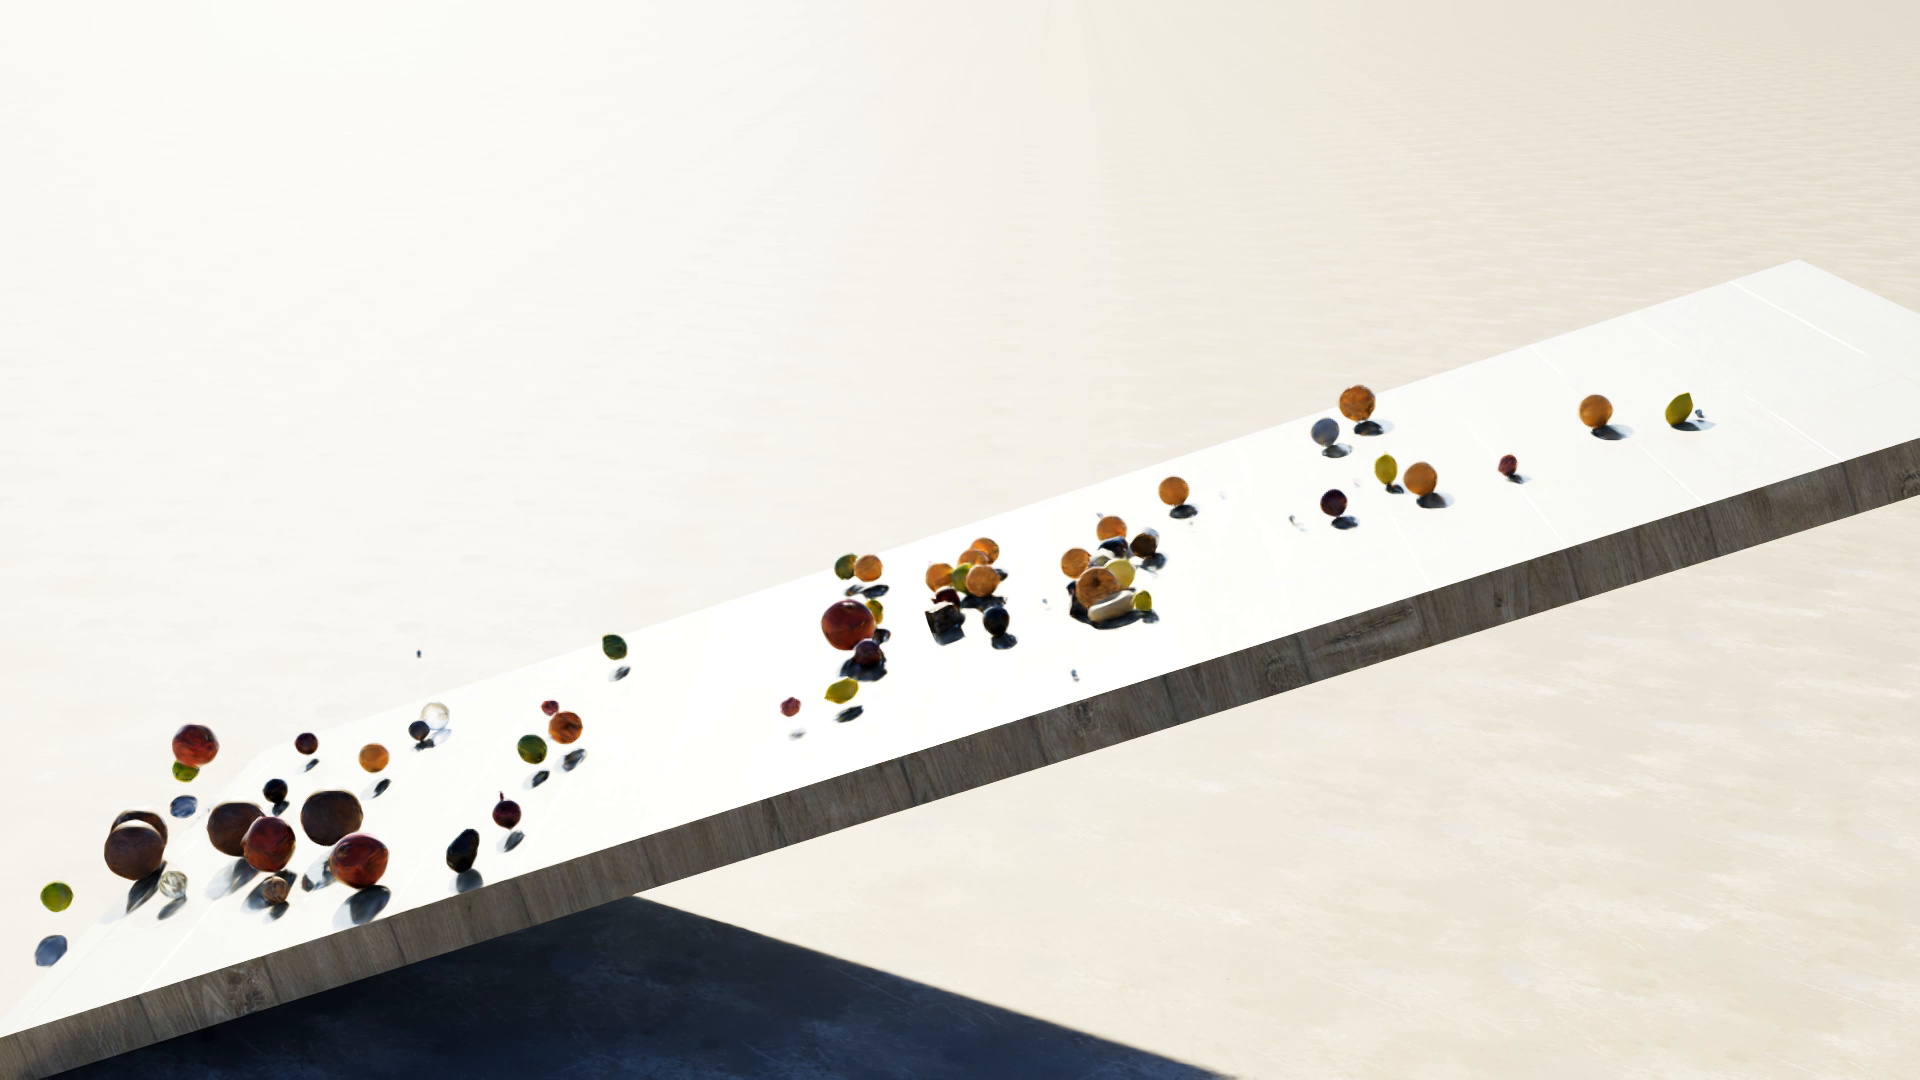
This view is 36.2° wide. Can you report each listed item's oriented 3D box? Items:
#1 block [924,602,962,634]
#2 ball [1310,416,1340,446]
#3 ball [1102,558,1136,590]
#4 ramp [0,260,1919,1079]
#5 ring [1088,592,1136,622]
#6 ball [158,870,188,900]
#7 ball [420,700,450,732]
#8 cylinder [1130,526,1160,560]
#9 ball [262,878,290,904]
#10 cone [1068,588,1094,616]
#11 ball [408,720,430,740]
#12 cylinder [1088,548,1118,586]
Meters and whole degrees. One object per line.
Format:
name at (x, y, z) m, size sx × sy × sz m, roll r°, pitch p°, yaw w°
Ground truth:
block at (-0.038, 0.165, 6.221) m, size 0.052 × 0.052 × 0.052 m, roll -23°, pitch 11°, yaw -22°
ball at (0.840, -0.250, 6.760) m, size 0.070 × 0.070 × 0.070 m, roll 0°, pitch 12°, yaw 0°
ball at (0.326, 0.070, 6.033) m, size 0.067 × 0.067 × 0.067 m, roll 0°, pitch 12°, yaw 0°
ramp at (0.104, 0.181, 6.307) m, size 4.000 × 0.100 × 2.000 m, roll -18°, pitch 11°, yaw 6°
ring at (0.302, 0.133, 5.843) m, size 0.101 × 0.034 × 0.101 m, roll -23°, pitch 8°, yaw 4°
ball at (-1.644, 0.719, 6.148) m, size 0.062 × 0.062 × 0.062 m, roll 0°, pitch 12°, yaw 0°
ball at (-1.242, 0.417, 6.963) m, size 0.072 × 0.072 × 0.072 m, roll 0°, pitch 12°, yaw 0°
cylinder at (0.395, 0.006, 6.264) m, size 0.057 × 0.057 × 0.057 m, roll 2°, pitch 15°, yaw 11°
ball at (-1.350, 0.692, 5.802) m, size 0.054 × 0.054 × 0.054 m, roll 0°, pitch 12°, yaw 0°
cone at (0.252, 0.129, 5.974) m, size 0.057 × 0.057 × 0.057 m, roll 9°, pitch 11°, yaw -4°
ball at (-1.274, 0.447, 6.921) m, size 0.050 × 0.050 × 0.050 m, roll 0°, pitch 12°, yaw 0°
cylinder at (0.300, 0.056, 6.165) m, size 0.061 × 0.061 × 0.061 m, roll 2°, pitch 21°, yaw 8°
